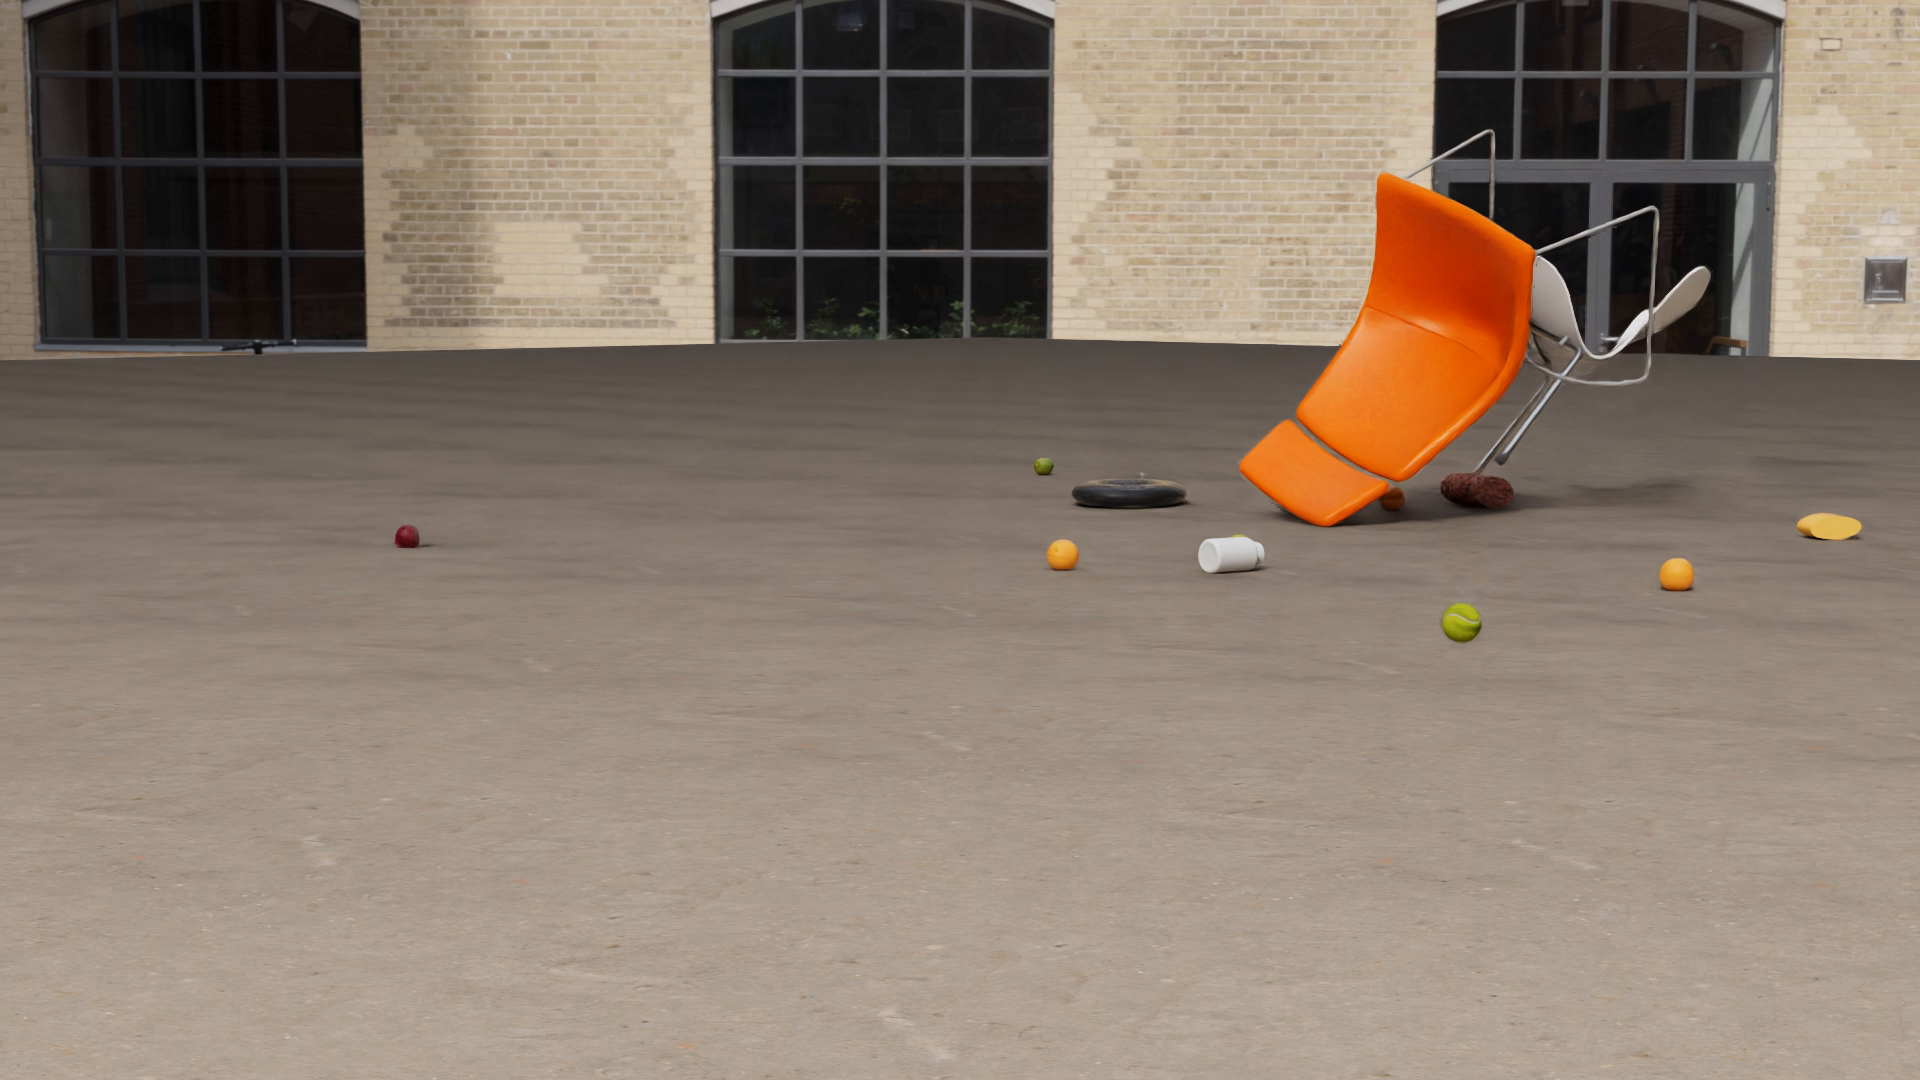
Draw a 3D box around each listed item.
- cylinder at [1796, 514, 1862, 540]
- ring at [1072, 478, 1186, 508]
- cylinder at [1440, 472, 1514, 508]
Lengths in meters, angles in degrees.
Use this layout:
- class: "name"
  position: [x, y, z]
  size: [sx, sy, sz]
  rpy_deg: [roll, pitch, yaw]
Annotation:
- class: "cylinder"
  position: [2.188, -0.034, 6.459]
  size: [0.130, 0.058, 0.092]
  rpy_deg: [-4, 6, -3]
- class: "ring"
  position: [0.489, -0.135, 7.410]
  size: [0.314, 0.066, 0.389]
  rpy_deg: [4, 7, 32]
- class: "cylinder"
  position: [1.482, -0.143, 7.359]
  size: [0.138, 0.088, 0.163]
  rpy_deg: [8, 2, -26]
